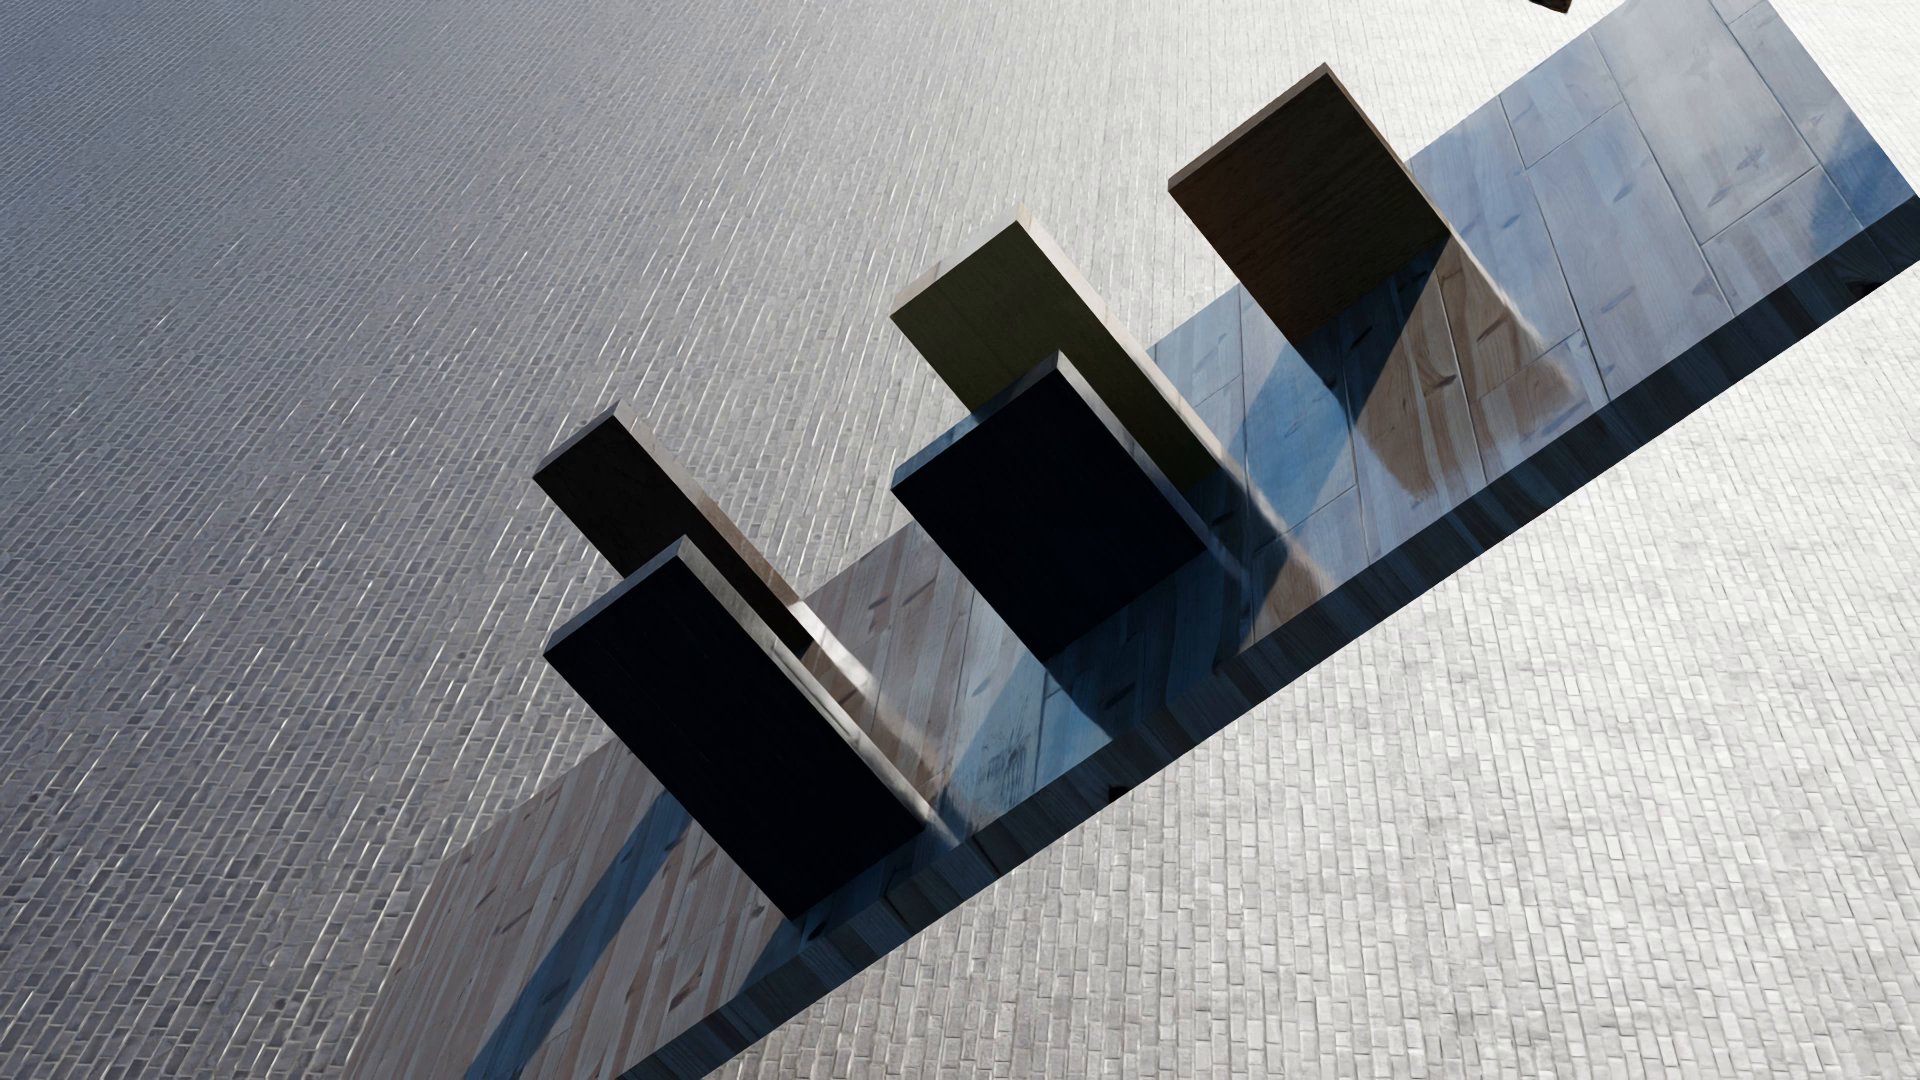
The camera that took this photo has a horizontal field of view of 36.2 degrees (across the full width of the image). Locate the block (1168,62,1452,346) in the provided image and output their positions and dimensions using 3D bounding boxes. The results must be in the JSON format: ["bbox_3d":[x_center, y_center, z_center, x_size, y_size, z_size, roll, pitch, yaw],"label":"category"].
[{"bbox_3d":[0.747,-0.715,6.295,0.418,0.444,0.091,-36,16,18],"label":"block"}]

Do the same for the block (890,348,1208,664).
[{"bbox_3d":[0.178,-0.062,5.803,0.417,0.475,0.108,-36,16,18],"label":"block"}]

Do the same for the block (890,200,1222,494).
[{"bbox_3d":[0.202,-0.330,6.101,0.334,0.675,0.135,-36,16,18],"label":"block"}]

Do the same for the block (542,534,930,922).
[{"bbox_3d":[-0.421,0.364,5.599,0.339,0.720,0.096,-36,16,18],"label":"block"}]

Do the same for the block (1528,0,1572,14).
[{"bbox_3d":[1.094,-1.121,5.477,0.171,0.171,0.171,23,63,10],"label":"block"}]

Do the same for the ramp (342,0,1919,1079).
[{"bbox_3d":[0.121,0.185,6.339,4.000,0.100,2.000,-36,16,18],"label":"ramp"}]

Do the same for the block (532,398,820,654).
[{"bbox_3d":[-0.681,0.024,7.104,0.263,0.735,0.109,-36,16,18],"label":"block"}]
